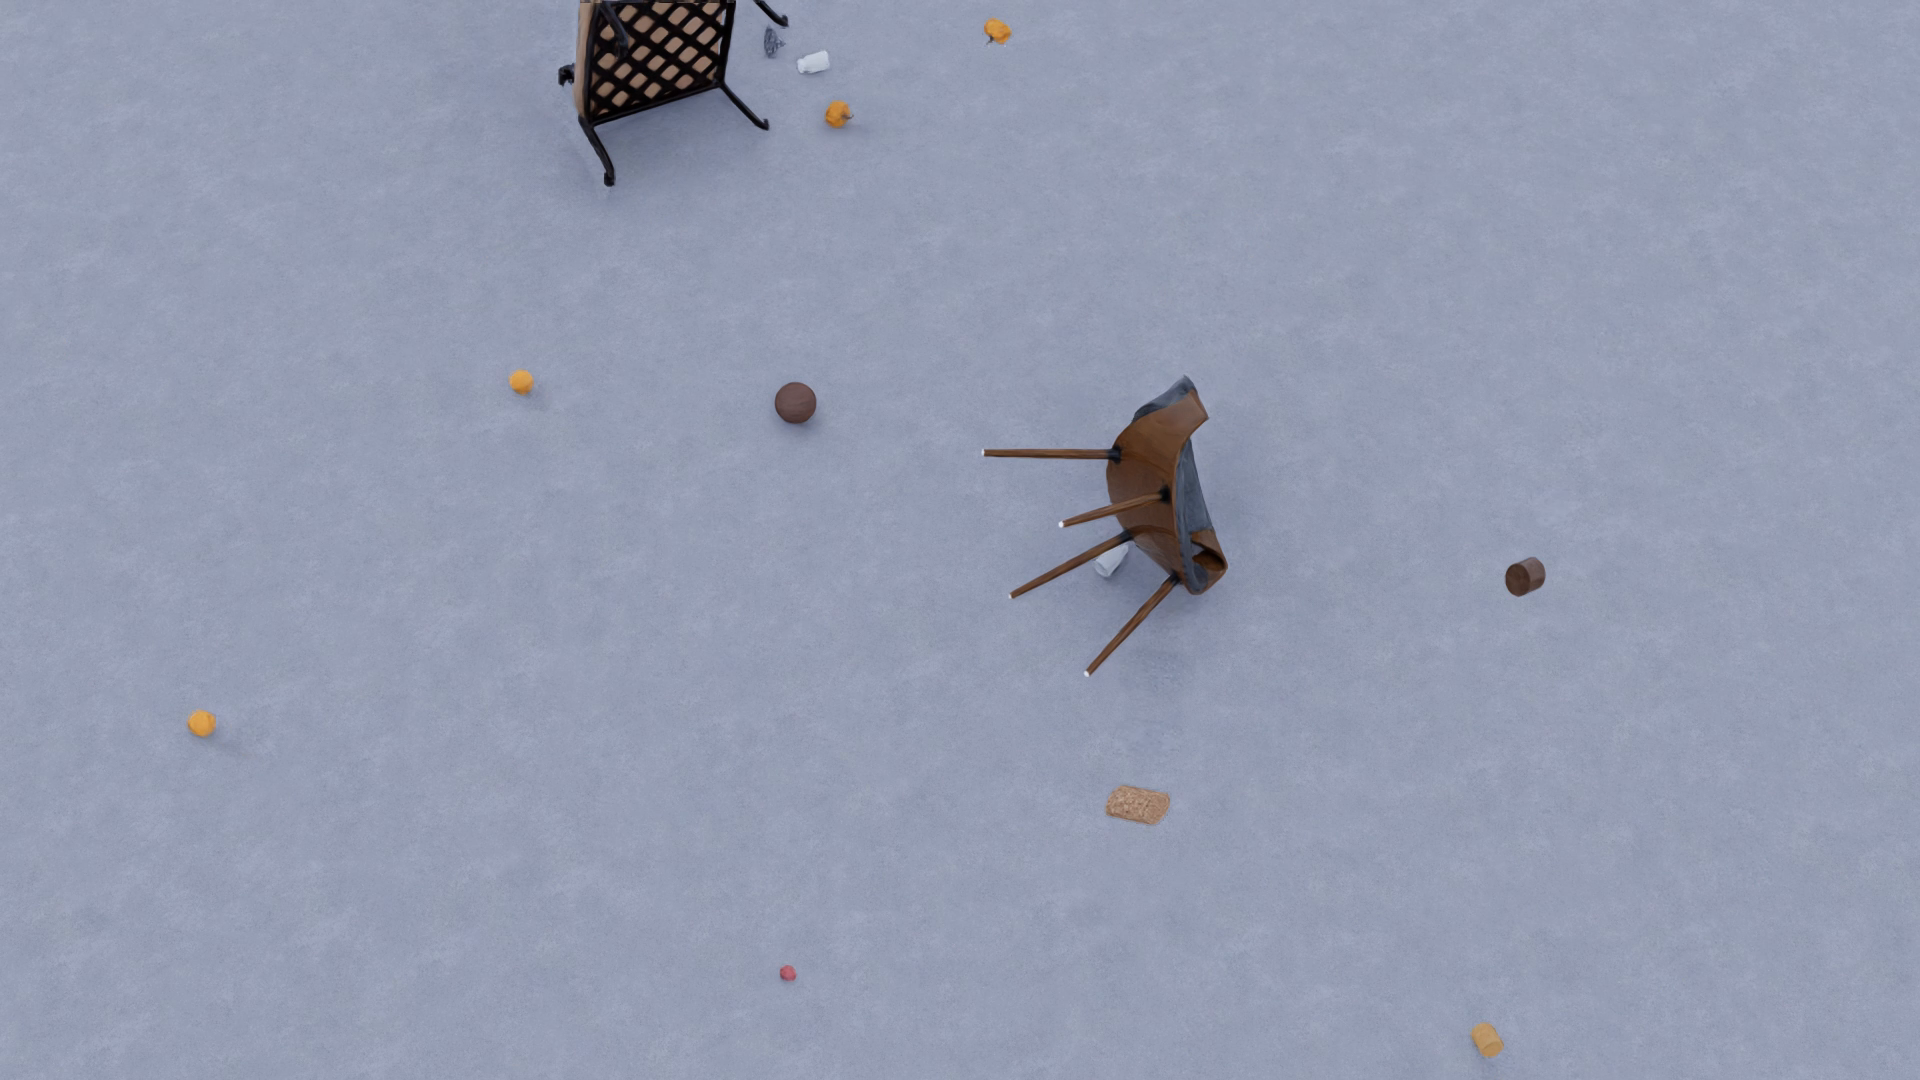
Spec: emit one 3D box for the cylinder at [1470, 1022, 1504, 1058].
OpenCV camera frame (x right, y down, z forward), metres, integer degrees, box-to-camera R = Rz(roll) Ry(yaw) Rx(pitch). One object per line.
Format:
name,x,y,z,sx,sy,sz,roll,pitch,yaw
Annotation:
cylinder,1.358,1.287,5.663,0.061,0.047,0.075,-31,31,5

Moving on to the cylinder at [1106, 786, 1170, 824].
cylinder,0.444,0.661,5.492,0.125,0.065,0.106,7,31,40

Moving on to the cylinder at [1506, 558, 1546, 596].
cylinder,1.507,0.098,5.863,0.055,0.109,0.082,-21,65,-24

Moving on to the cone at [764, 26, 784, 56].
cone,-0.642,-1.748,7.726,0.069,0.059,0.108,3,84,-35
